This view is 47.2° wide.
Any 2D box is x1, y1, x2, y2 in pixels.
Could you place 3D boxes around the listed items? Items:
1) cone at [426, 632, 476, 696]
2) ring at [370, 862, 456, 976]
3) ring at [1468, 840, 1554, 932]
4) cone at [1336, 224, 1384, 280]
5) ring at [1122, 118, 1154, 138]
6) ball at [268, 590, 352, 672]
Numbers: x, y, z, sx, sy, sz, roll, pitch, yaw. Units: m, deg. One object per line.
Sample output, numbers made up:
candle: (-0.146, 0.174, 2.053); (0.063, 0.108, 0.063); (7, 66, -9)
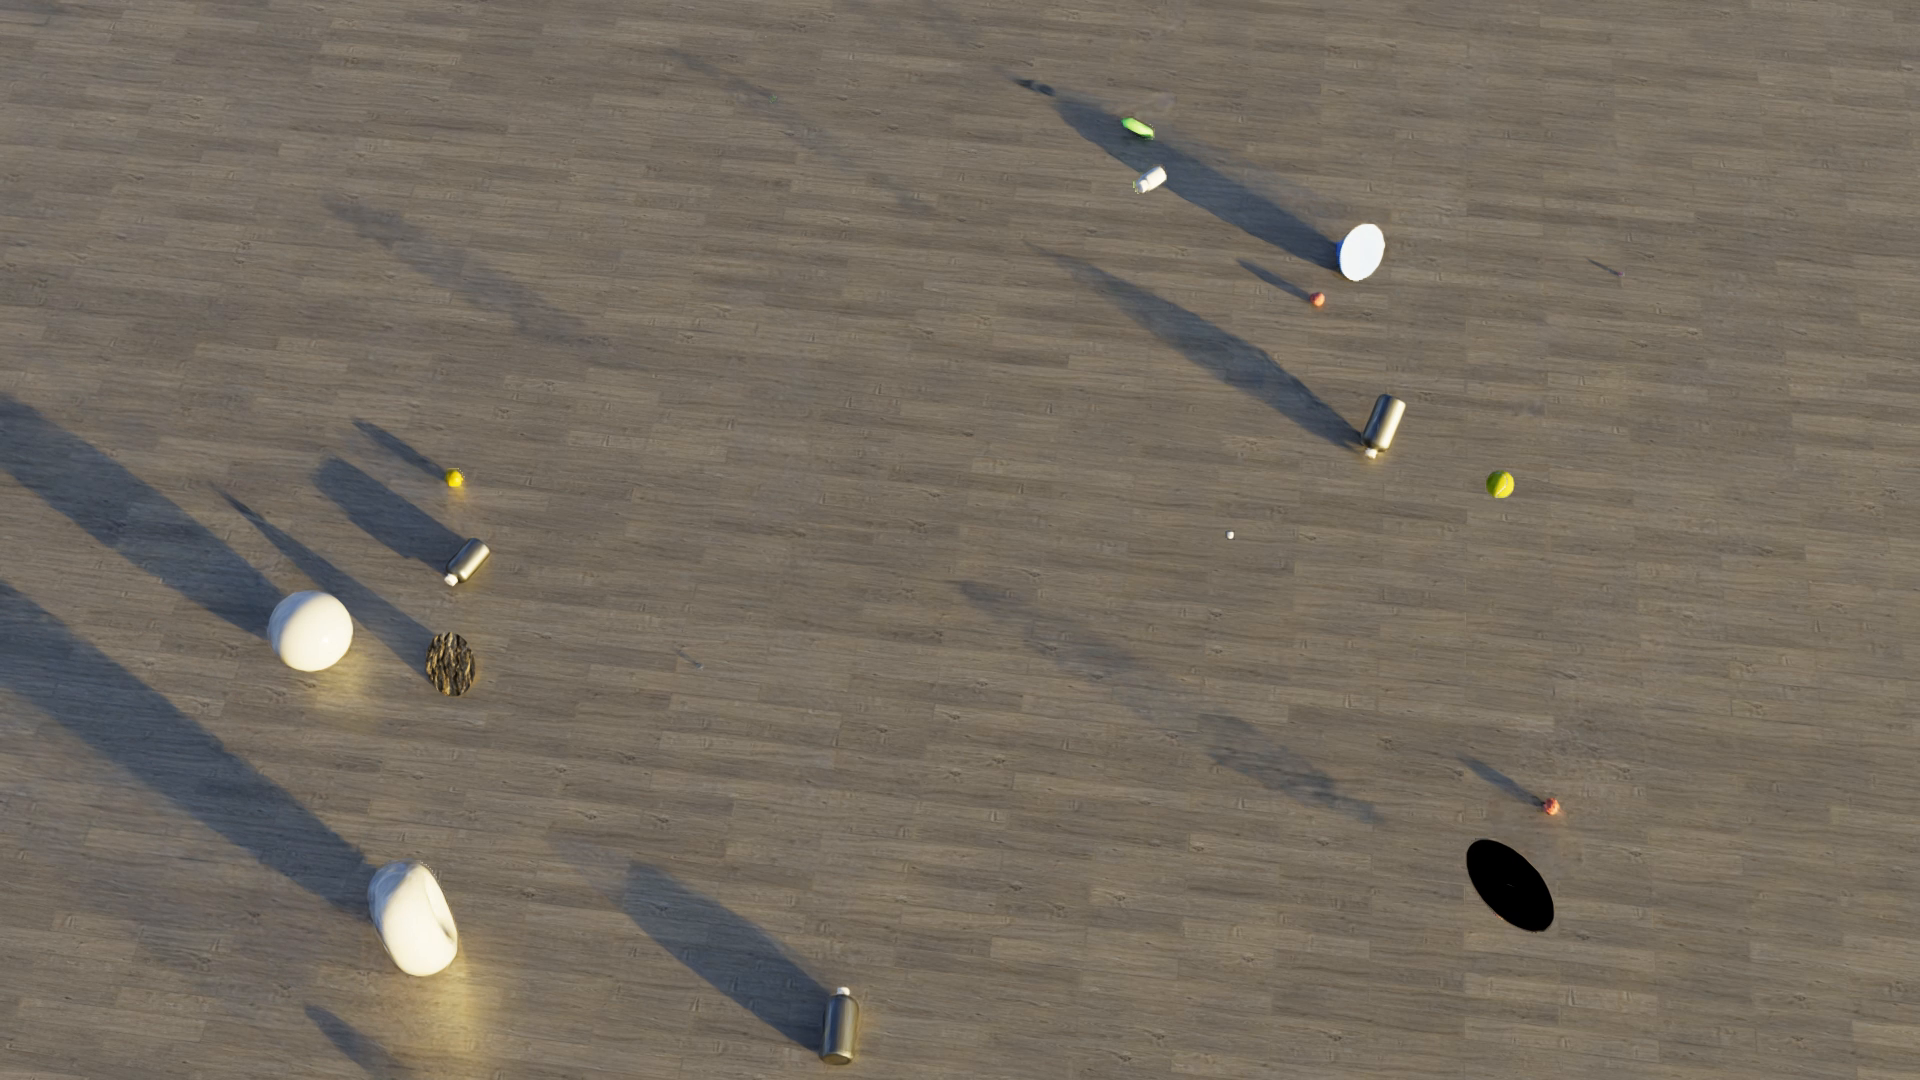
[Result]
cone: (-1.429, 0.349, 6.299); (0.178, 0.097, 0.185); (11, 100, 25)
ring: (-1.407, 0.974, 5.661); (0.144, 0.447, 0.296); (-21, 74, -8)
ring: (1.450, 0.910, 5.799); (0.139, 0.134, 0.310); (-27, 40, -14)
cone: (1.268, -0.954, 7.168); (0.145, 0.168, 0.187); (35, 101, 57)
ring: (0.603, -1.400, 7.461); (0.126, 0.031, 0.066); (20, 21, -24)
ball: (-1.850, 0.258, 6.261); (0.232, 0.232, 0.232); (0, 56, 0)
